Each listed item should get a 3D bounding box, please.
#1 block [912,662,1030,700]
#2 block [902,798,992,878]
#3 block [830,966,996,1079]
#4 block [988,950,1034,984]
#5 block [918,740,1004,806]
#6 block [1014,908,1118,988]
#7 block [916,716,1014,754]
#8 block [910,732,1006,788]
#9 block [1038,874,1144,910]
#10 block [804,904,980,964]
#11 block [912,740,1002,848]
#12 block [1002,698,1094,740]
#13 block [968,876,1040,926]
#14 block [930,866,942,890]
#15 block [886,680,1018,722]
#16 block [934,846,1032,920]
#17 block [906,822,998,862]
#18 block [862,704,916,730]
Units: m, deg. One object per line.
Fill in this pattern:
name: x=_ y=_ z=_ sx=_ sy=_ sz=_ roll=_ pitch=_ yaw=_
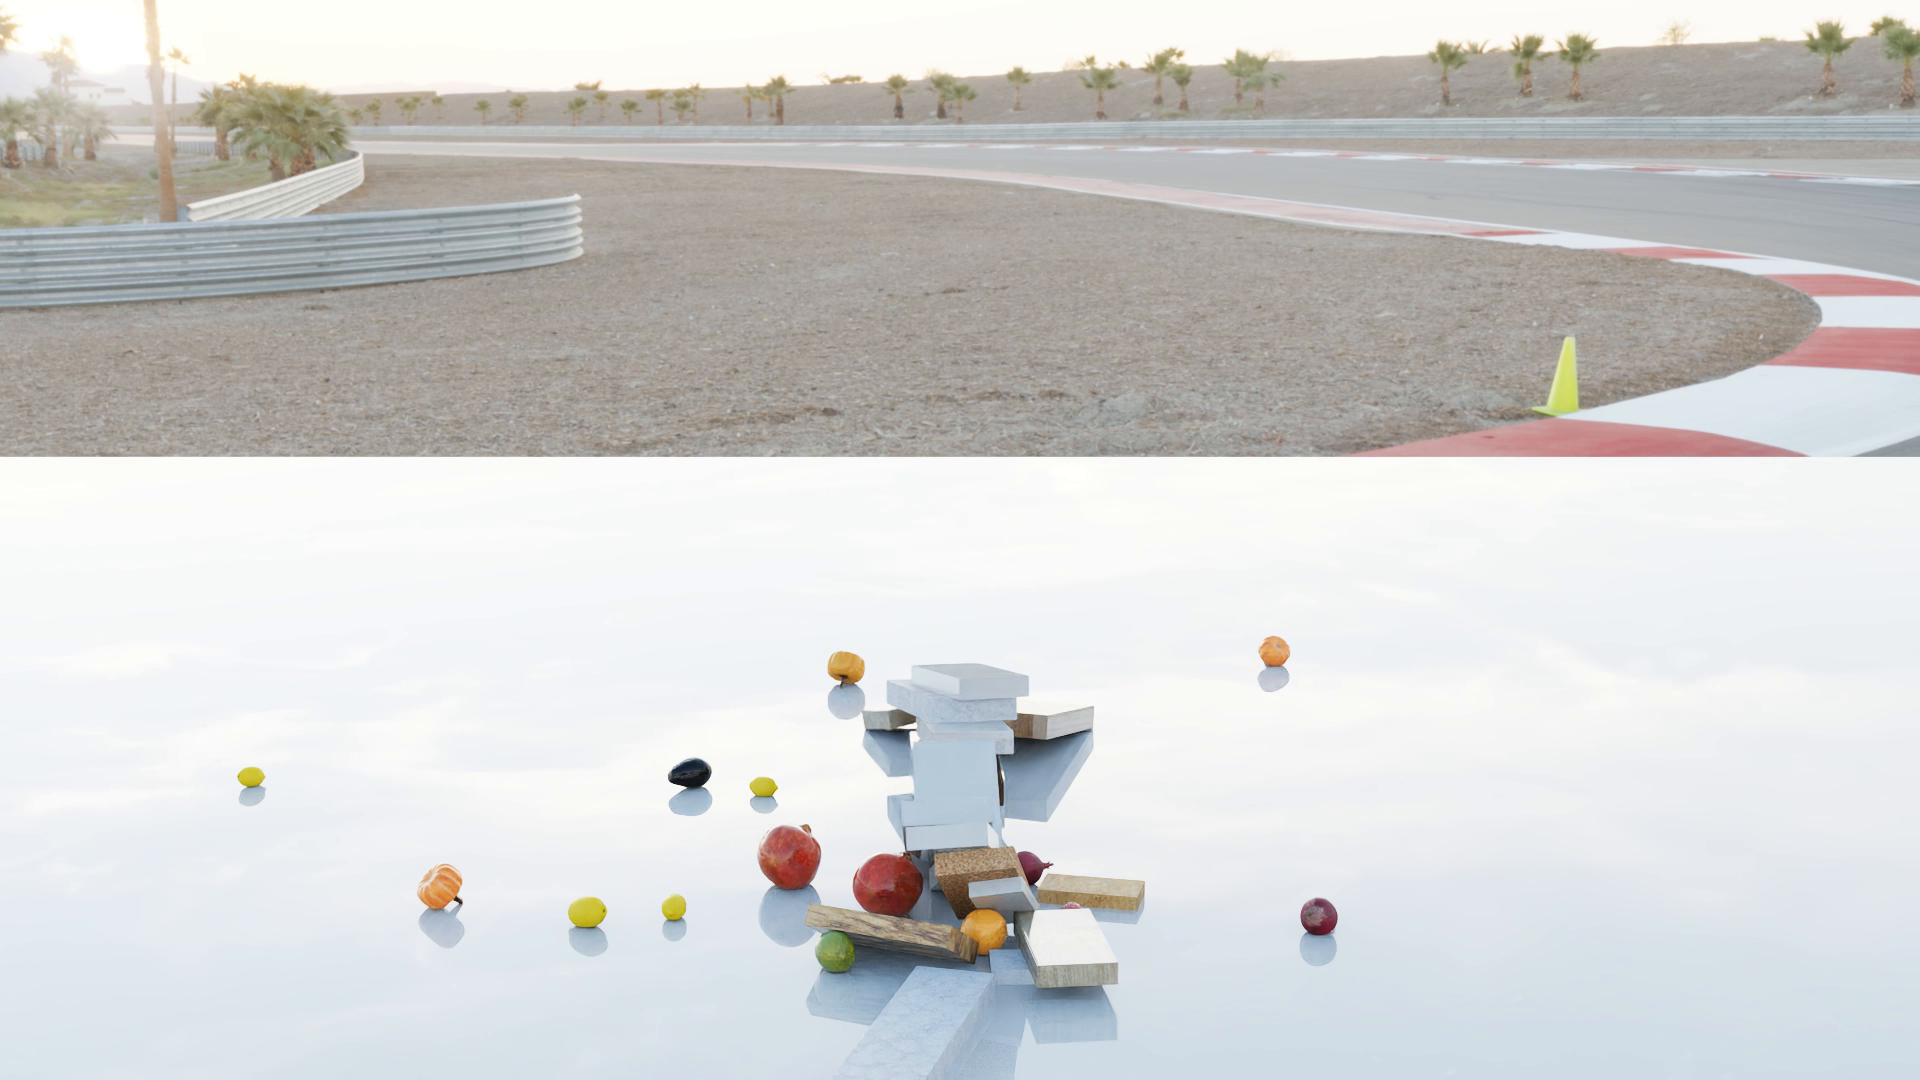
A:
block: x=0.017 y=0.274 z=4.290 sx=0.141 sy=0.040 sz=0.283 roll=-1 pitch=2 yaw=-20
block: x=-0.020 y=0.489 z=3.594 sx=0.141 sy=0.040 sz=0.346 roll=-3 pitch=-22 yaw=-1
block: x=-0.061 y=0.689 z=3.045 sx=0.120 sy=0.034 sz=0.428 roll=3 pitch=11 yaw=15
block: x=0.128 y=0.643 z=3.317 sx=0.166 sy=0.023 sz=0.083 roll=0 pitch=11 yaw=-1
block: x=-0.001 y=0.434 z=4.127 sx=0.149 sy=0.042 sz=0.299 roll=0 pitch=11 yaw=-2
block: x=0.157 y=0.614 z=3.317 sx=0.120 sy=0.034 sz=0.239 roll=-1 pitch=9 yaw=-7
block: x=0.007 y=0.368 z=4.193 sx=0.149 sy=0.042 sz=0.299 roll=-1 pitch=2 yaw=-7
block: x=-0.009 y=0.445 z=4.319 sx=0.171 sy=0.048 sz=0.342 roll=-1 pitch=11 yaw=-3
block: x=0.218 y=0.583 z=3.643 sx=0.166 sy=0.023 sz=0.083 roll=3 pitch=11 yaw=13
block: x=-0.104 y=0.601 z=3.359 sx=0.239 sy=0.034 sz=0.120 roll=5 pitch=-20 yaw=24
block: x=-0.006 y=0.468 z=3.897 sx=0.149 sy=0.042 sz=0.299 roll=0 pitch=34 yaw=-2
block: x=0.149 y=0.369 z=4.554 sx=0.171 sy=0.048 sz=0.342 roll=4 pitch=0 yaw=19
block: x=0.070 y=0.562 z=3.415 sx=0.083 sy=0.023 sz=0.166 roll=-8 pitch=-26 yaw=9
block: x=0.019 y=0.542 z=3.575 sx=0.122 sy=0.034 sz=0.243 roll=-2 pitch=-12 yaw=-5
block: x=-0.021 y=0.316 z=4.364 sx=0.171 sy=0.048 sz=0.342 roll=-1 pitch=2 yaw=-16
block: x=0.039 y=0.535 z=3.422 sx=0.122 sy=0.034 sz=0.243 roll=-7 pitch=-26 yaw=6
block: x=-0.009 y=0.466 z=3.385 sx=0.121 sy=0.034 sz=0.243 roll=-5 pitch=-12 yaw=4
block: x=-0.051 y=0.351 z=4.674 sx=0.283 sy=0.040 sz=0.141 roll=-12 pitch=1 yaw=-25
